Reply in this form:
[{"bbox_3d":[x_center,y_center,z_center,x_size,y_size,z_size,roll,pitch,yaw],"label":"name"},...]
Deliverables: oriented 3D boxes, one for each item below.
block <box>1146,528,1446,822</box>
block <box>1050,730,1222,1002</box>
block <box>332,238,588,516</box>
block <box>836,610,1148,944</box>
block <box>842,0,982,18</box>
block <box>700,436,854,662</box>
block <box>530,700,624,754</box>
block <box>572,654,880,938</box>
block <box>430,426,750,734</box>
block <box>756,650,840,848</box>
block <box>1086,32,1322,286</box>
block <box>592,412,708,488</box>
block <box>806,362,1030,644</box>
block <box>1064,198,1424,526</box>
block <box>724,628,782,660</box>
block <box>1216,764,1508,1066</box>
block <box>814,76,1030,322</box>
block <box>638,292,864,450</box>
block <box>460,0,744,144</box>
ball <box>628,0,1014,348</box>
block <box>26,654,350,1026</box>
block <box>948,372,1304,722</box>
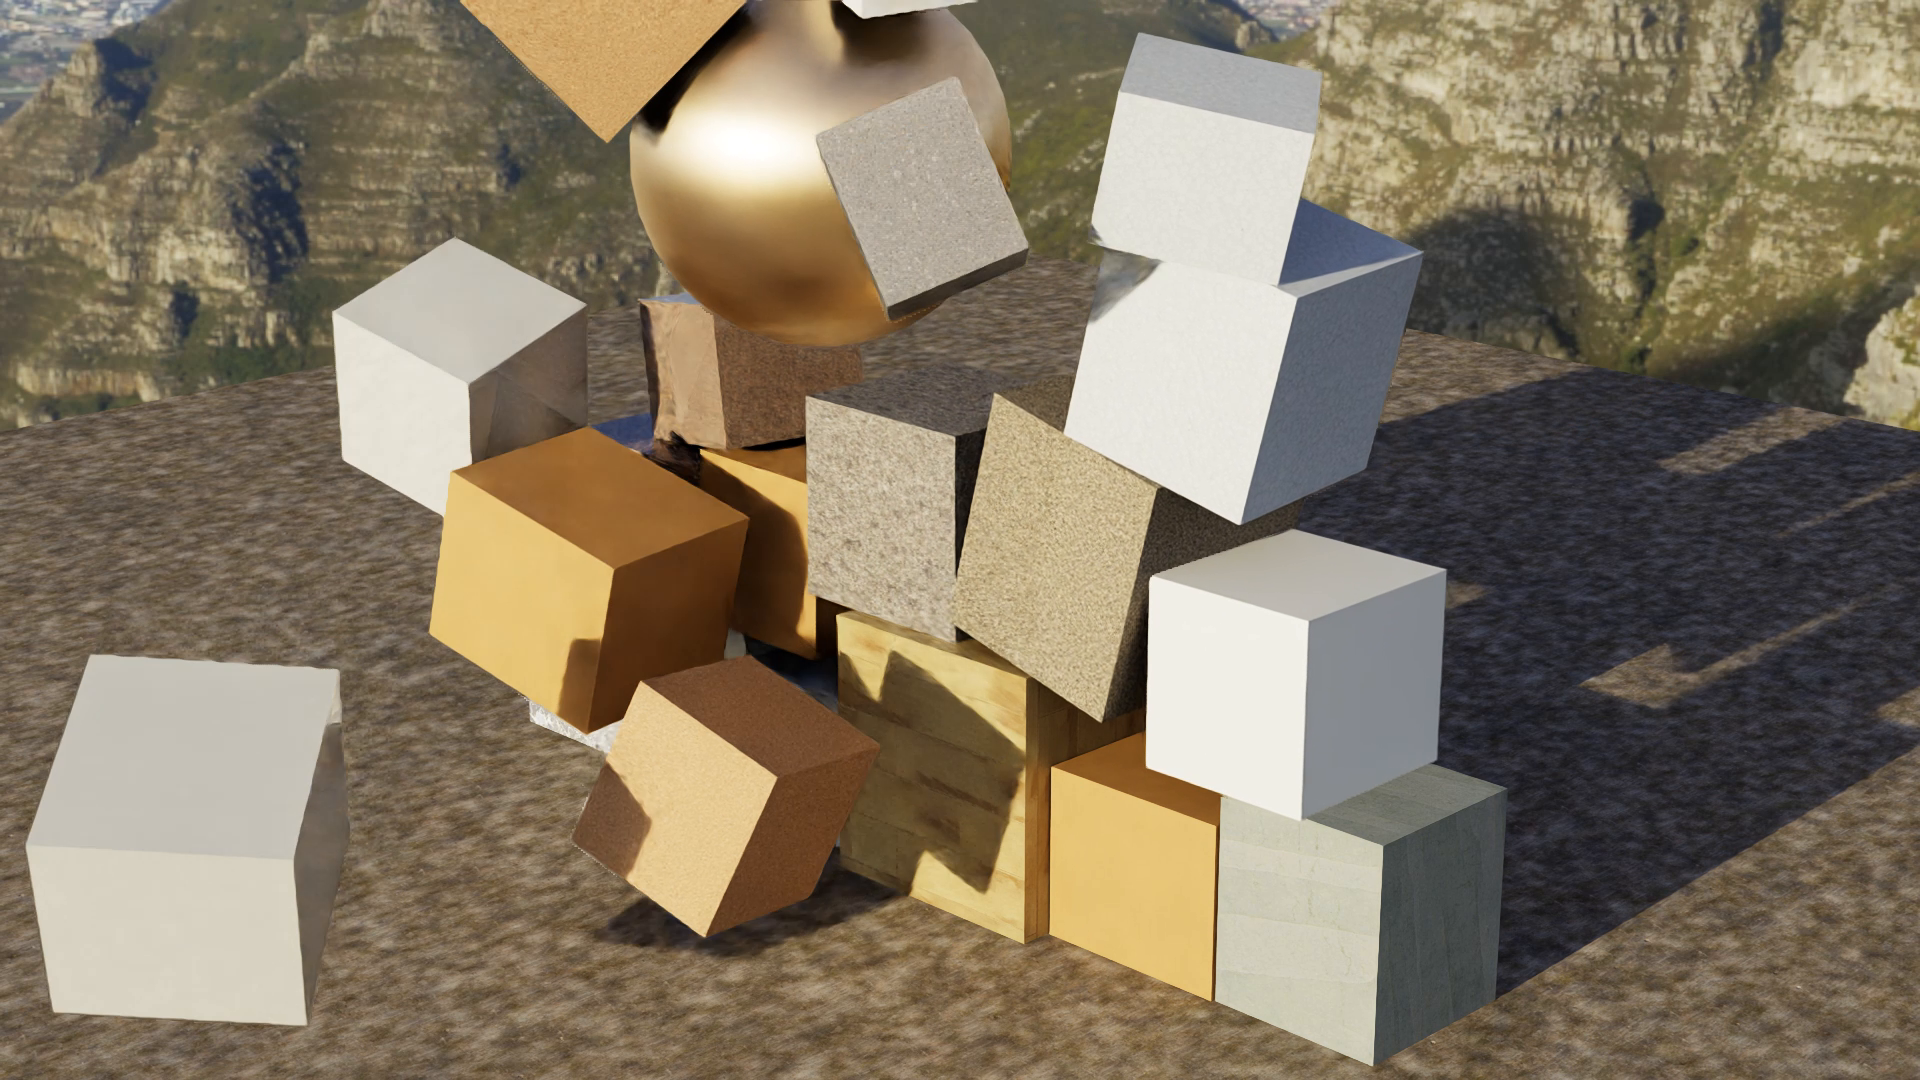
[{"bbox_3d":[1.381,0.532,12.080,0.815,0.838,0.912,17,24,42],"label":"block"},{"bbox_3d":[1.020,1.359,12.705,0.850,0.789,0.925,-17,24,-42],"label":"block"},{"bbox_3d":[-2.372,-0.749,14.019,0.845,0.883,0.823,27,44,24],"label":"block"},{"bbox_3d":[0.276,0.922,13.361,1.177,1.228,1.171,17,24,42],"label":"block"},{"bbox_3d":[-0.189,-2.468,11.532,0.665,0.589,0.581,-12,32,-20],"label":"block"},{"bbox_3d":[-0.682,-0.011,14.037,0.759,0.854,0.822,-16,24,-42],"label":"block"},{"bbox_3d":[-1.638,0.521,15.200,0.865,0.892,0.861,-17,24,-42],"label":"block"},{"bbox_3d":[-0.948,1.027,11.947,0.720,0.760,0.795,33,20,22],"label":"block"},{"bbox_3d":[-1.698,0.165,13.386,1.021,0.852,0.883,29,31,29],"label":"block"},{"bbox_3d":[-0.452,0.943,14.111,0.850,0.740,0.836,-17,24,-42],"label":"block"},{"bbox_3d":[0.954,-1.485,11.353,0.744,0.614,0.774,13,27,3],"label":"block"},{"bbox_3d":[-1.275,-0.173,14.614,0.935,0.792,0.832,-17,25,-41],"label":"block"},{"bbox_3d":[-0.031,-0.194,13.299,0.916,0.938,0.963,-16,24,-42],"label":"block"},{"bbox_3d":[1.142,-0.792,11.850,0.895,0.983,0.931,29,32,30],"label":"block"},{"bbox_3d":[-1.035,0.702,14.647,0.772,0.877,0.793,-17,24,-42],"label":"block"},{"bbox_3d":[1.649,1.467,12.089,0.834,0.952,0.820,-17,24,-42],"label":"block"},{"bbox_3d":[-0.142,-1.281,11.111,0.569,0.689,0.632,-23,0,-1],"label":"block"},{"bbox_3d":[-1.000,-0.858,14.158,0.773,0.680,0.759,-12,12,-31],"label":"block"},{"bbox_3d":[-1.506,-2.240,11.786,0.779,0.784,0.937,-45,26,2],"label":"block"},{"bbox_3d":[-0.578,-1.606,12.231,1.600,1.600,1.600,0,17,0],"label":"ball"},{"bbox_3d":[-2.859,1.120,11.000,0.931,0.878,1.009,4,39,-3],"label":"block"},{"bbox_3d":[0.732,-0.039,12.539,1.044,1.106,0.929,-17,39,-43],"label":"block"}]
